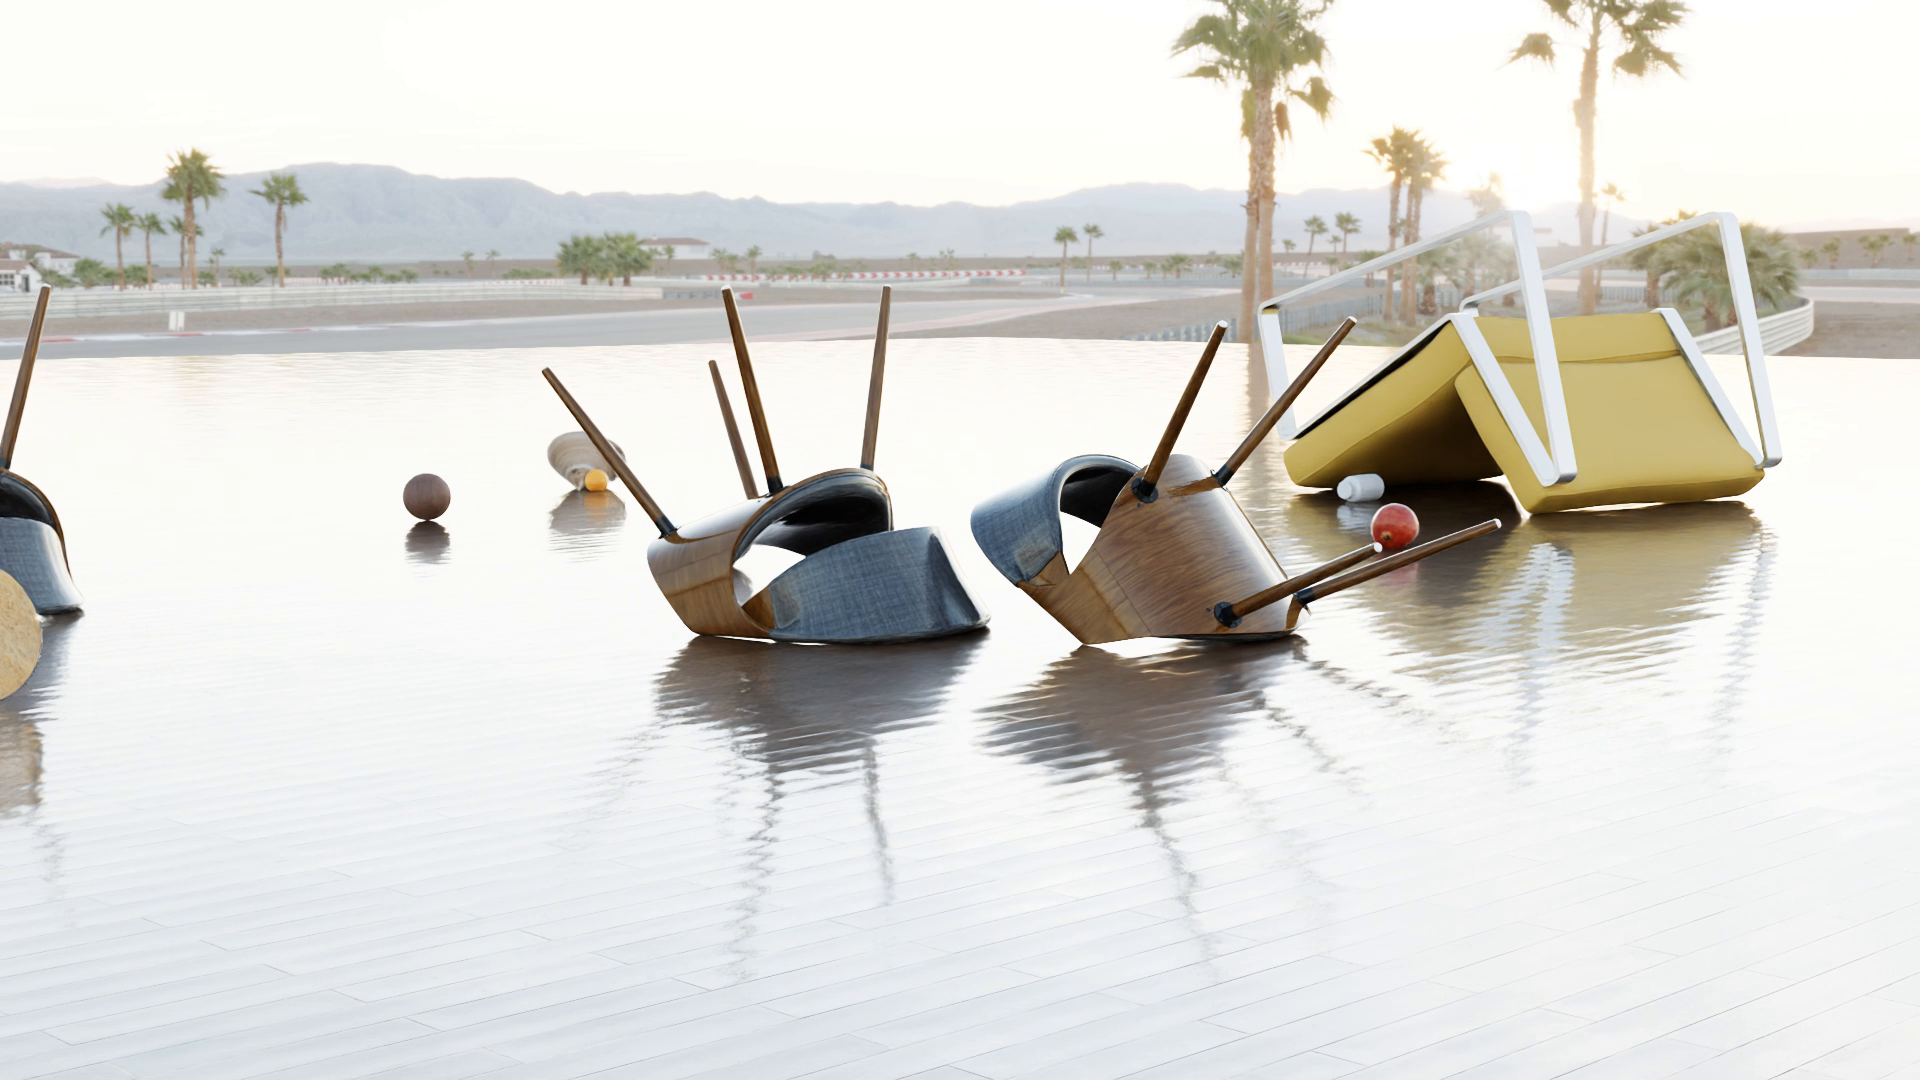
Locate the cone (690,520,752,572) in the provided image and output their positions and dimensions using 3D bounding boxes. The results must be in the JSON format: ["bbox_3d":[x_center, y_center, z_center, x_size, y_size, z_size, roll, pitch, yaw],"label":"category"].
[{"bbox_3d":[-0.542,0.039,5.776,0.146,0.110,0.156,-8,25,2],"label":"cone"}]

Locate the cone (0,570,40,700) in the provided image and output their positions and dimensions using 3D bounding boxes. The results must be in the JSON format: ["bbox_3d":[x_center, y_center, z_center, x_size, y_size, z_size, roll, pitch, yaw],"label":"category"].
[{"bbox_3d":[-1.606,0.184,4.070,0.234,0.256,0.263,-33,-2,-35],"label":"cone"}]

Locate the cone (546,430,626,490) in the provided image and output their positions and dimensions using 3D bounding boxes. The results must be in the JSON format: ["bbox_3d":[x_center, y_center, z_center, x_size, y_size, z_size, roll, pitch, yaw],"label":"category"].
[{"bbox_3d":[-1.165,-0.202,7.927,0.250,0.236,0.144,9,45,-4],"label":"cone"}]
